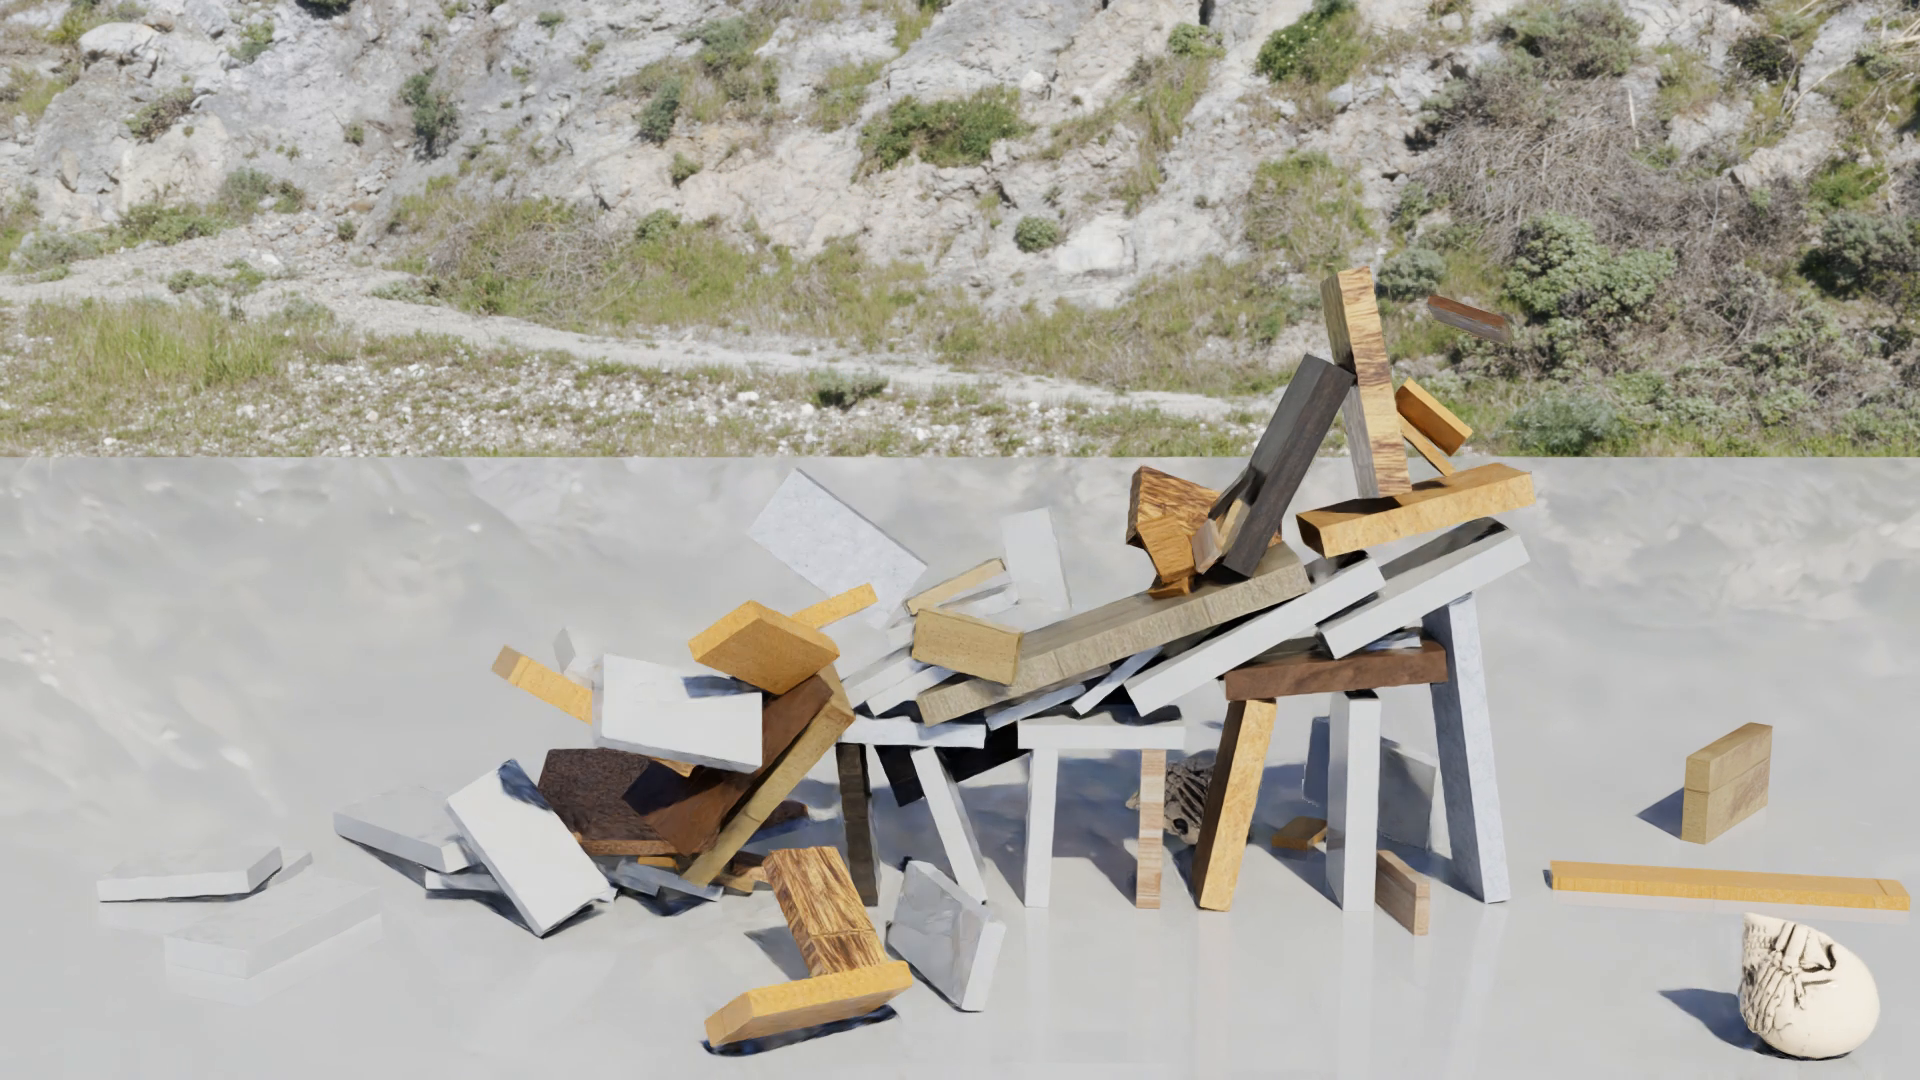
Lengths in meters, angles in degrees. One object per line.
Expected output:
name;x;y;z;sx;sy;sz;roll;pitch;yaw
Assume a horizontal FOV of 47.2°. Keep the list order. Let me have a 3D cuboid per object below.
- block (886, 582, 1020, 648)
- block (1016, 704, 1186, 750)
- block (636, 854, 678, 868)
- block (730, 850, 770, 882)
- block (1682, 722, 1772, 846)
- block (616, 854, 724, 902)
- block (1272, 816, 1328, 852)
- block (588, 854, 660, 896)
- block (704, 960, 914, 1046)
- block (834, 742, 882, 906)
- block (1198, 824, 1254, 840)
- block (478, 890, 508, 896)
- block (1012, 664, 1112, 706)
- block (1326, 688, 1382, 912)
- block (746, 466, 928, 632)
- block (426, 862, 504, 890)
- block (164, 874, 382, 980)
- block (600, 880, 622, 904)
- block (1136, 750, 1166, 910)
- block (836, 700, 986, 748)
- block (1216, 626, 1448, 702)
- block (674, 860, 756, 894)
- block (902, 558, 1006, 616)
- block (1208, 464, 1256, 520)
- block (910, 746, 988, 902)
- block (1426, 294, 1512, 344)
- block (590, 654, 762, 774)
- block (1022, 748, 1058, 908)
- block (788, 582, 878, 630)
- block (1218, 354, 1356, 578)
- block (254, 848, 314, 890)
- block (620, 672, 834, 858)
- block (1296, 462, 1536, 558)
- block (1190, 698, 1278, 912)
block;-0.011;0.121;3.581;0.206;0.029;0.103;-18;5;13
block;0.229;0.306;3.614;0.269;0.038;0.135;0;11;1
block;-0.467;0.514;3.640;0.135;0.019;0.068;9;29;-16
block;-0.318;0.554;3.690;0.135;0.019;0.068;16;10;-12
block;1.409;0.443;4.035;0.044;0.154;0.309;9;14;39
block;-0.478;0.552;3.665;0.176;0.025;0.088;17;10;-3
block;0.617;0.527;3.955;0.066;0.019;0.132;6;12;29
block;-0.583;0.542;3.679;0.176;0.025;0.088;19;10;-4
block;-0.208;0.641;3.047;0.262;0.037;0.131;-3;-26;-37
block;-0.168;0.453;3.649;0.039;0.275;0.137;-6;10;1
block;0.483;0.524;3.987;0.093;0.013;0.046;4;11;21
block;-0.798;0.571;3.716;0.148;0.021;0.074;4;11;22
block;0.162;0.221;3.589;0.168;0.024;0.084;-20;10;4
block;0.650;0.416;3.639;0.050;0.354;0.177;0;11;0
block;-0.202;0.015;3.635;0.272;0.136;0.039;36;8;-1
block;-0.790;0.553;3.664;0.184;0.026;0.092;2;12;-6
block;-1.078;0.605;3.466;0.157;0.045;0.315;5;11;23
block;-0.653;0.548;3.662;0.184;0.026;0.092;19;10;-2
block;0.316;0.459;3.638;0.038;0.269;0.135;2;11;5
block;-0.098;0.300;3.622;0.274;0.039;0.137;2;11;-2
block;0.601;0.201;3.597;0.354;0.050;0.177;-5;10;1
block;-0.406;0.550;3.672;0.135;0.019;0.068;18;10;0
block;-0.012;0.077;3.669;0.172;0.024;0.086;-25;2;-8
block;0.439;-0.076;3.555;0.014;0.098;0.049;39;32;-4
block;-0.017;0.455;3.649;0.039;0.275;0.137;-19;10;4
block;0.839;-0.364;3.622;0.133;0.019;0.067;24;-8;29
block;-0.426;0.264;3.326;0.266;0.133;0.038;14;-31;-30
block;0.133;0.457;3.645;0.038;0.269;0.135;3;11;-1
block;-0.258;0.137;3.478;0.239;0.034;0.120;-23;-4;-29
block;0.513;-0.123;3.543;0.051;0.358;0.179;26;7;-6
block;-1.174;0.562;3.758;0.074;0.021;0.149;1;10;10
block;-0.368;0.324;3.475;0.343;0.049;0.171;-48;37;-10
block;0.733;-0.050;3.557;0.346;0.049;0.173;-15;9;-2
block;0.451;0.414;3.638;0.050;0.354;0.177;11;11;-1
